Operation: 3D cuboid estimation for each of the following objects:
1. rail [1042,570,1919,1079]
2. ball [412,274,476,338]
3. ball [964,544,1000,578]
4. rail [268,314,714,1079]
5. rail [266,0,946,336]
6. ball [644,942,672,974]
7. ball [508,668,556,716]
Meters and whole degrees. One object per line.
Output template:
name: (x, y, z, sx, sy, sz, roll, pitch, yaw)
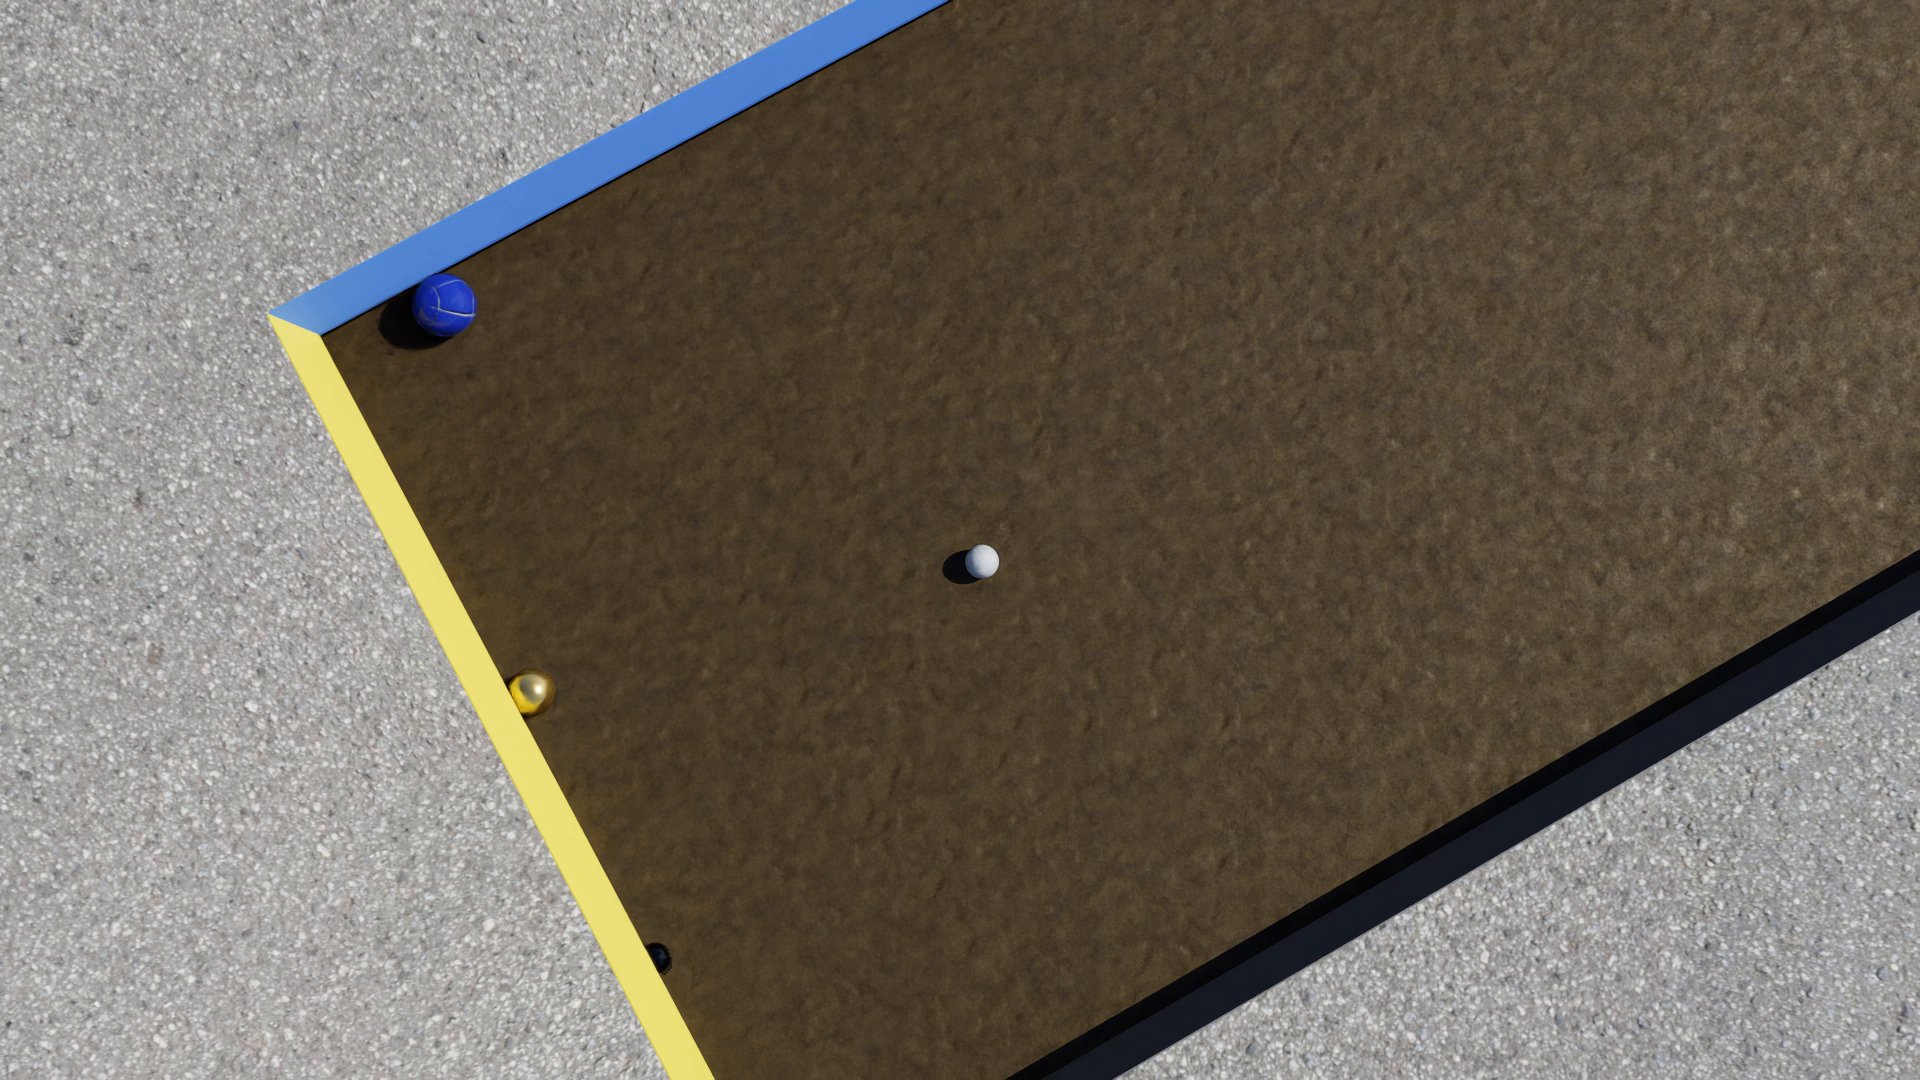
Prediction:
rail: (1.013, 0.293, 3.201, 2.935, 0.123, 0.045, -29, 82, -5)
ball: (-0.779, -0.354, 3.322, 0.095, 0.095, 0.095, 0, 81, 0)
ball: (0.033, 0.032, 3.281, 0.051, 0.051, 0.051, 0, 81, 0)
rail: (-0.619, 0.338, 3.193, 0.045, 0.123, 1.569, -29, 82, -5)
rail: (0.266, -1.015, 3.416, 2.935, 0.123, 0.045, -29, 82, -5)
ball: (-0.442, 0.607, 3.190, 0.045, 0.045, 0.045, 0, 81, 0)
ball: (-0.631, 0.224, 3.240, 0.070, 0.070, 0.070, 0, 81, 0)
